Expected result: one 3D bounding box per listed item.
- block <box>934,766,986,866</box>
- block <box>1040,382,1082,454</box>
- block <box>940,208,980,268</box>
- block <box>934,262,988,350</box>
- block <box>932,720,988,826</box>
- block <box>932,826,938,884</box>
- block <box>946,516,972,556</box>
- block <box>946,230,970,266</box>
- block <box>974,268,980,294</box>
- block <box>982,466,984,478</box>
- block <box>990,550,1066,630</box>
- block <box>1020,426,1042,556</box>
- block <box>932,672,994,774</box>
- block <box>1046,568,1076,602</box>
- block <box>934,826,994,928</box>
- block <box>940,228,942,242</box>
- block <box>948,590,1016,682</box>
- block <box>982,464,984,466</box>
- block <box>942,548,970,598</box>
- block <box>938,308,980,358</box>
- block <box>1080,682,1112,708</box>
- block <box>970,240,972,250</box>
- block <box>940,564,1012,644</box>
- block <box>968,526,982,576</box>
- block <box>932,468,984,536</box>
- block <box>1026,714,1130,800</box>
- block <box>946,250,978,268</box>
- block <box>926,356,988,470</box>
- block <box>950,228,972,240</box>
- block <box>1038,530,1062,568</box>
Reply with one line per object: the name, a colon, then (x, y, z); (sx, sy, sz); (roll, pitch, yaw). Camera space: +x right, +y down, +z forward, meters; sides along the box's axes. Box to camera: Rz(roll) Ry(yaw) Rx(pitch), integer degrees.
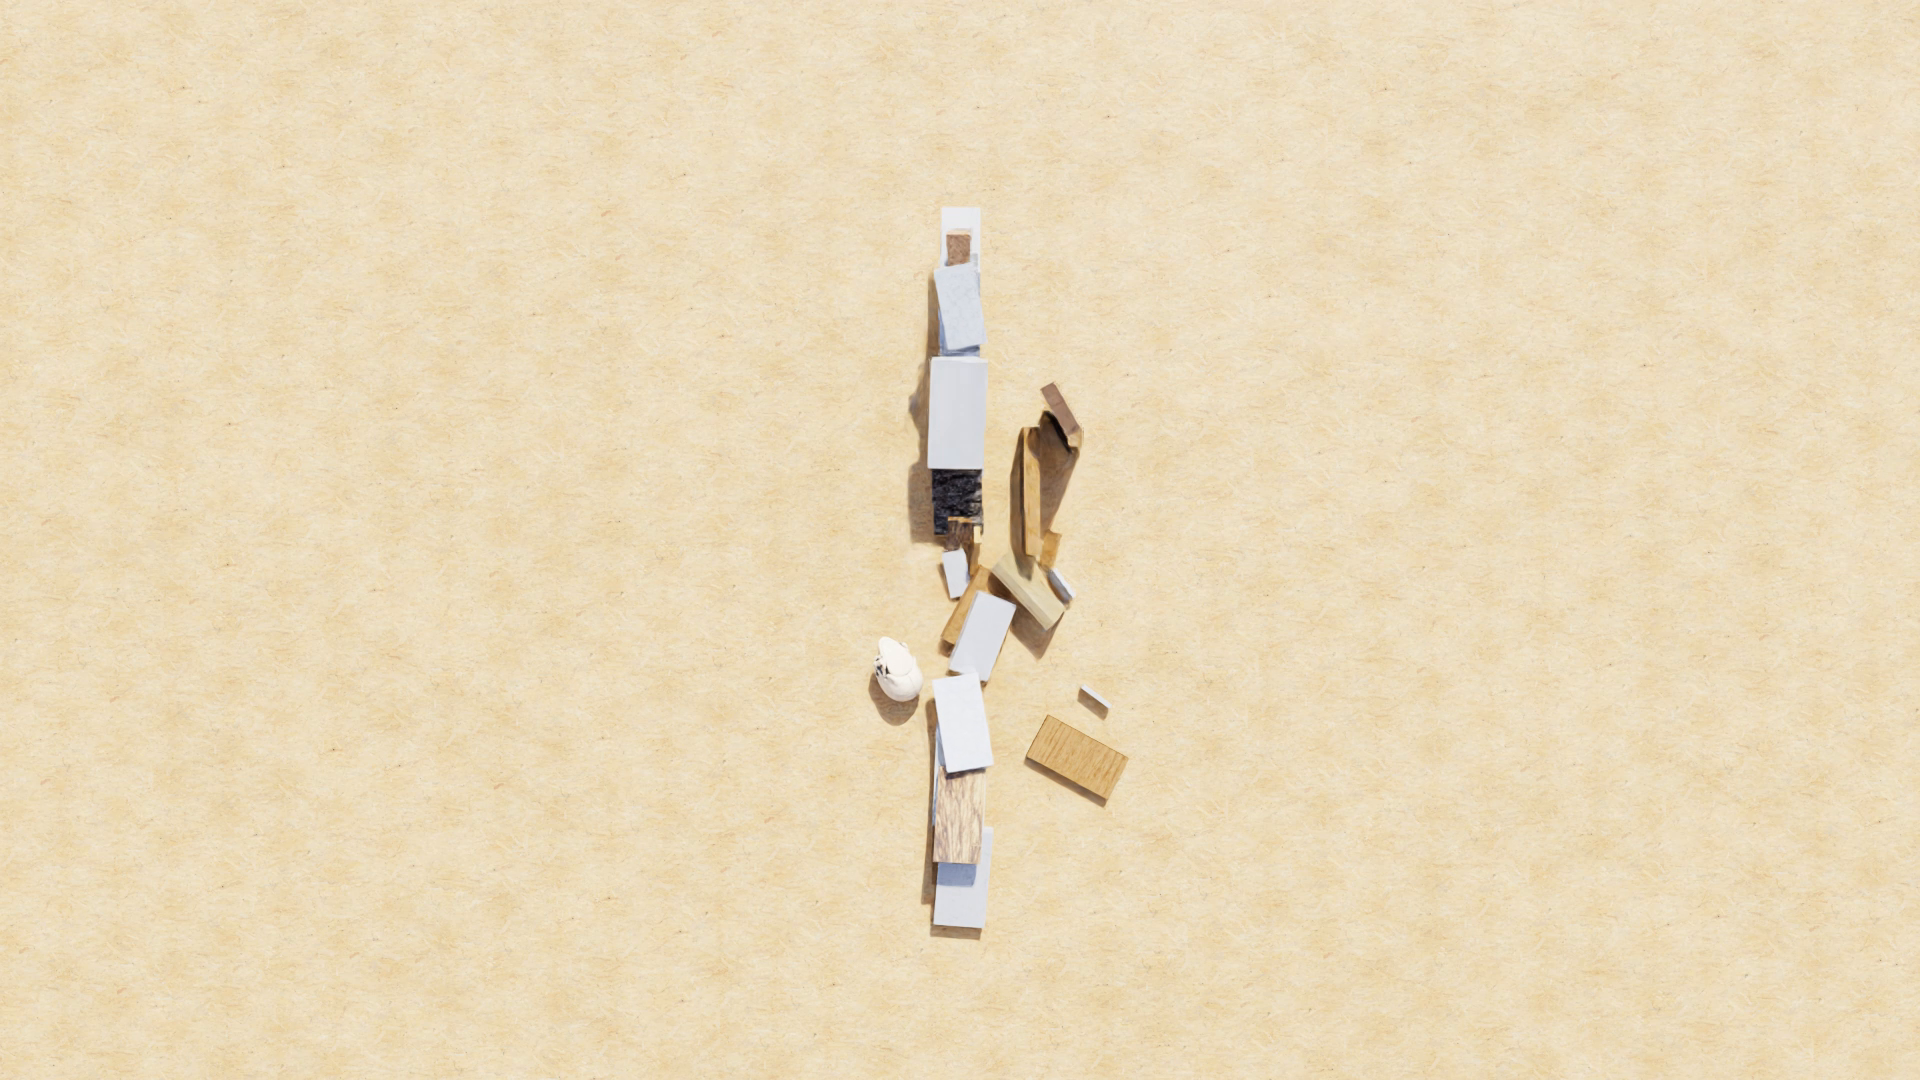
block: (-0.001, 0.893, 5.346); (0.152, 0.043, 0.304); (4, 76, 0)
block: (0.328, -0.390, 5.314); (0.050, 0.352, 0.176); (-30, 83, 1)
block: (0.002, -0.941, 5.302); (0.126, 0.036, 0.251); (0, 87, 0)
block: (0.002, -0.726, 5.121); (0.125, 0.035, 0.250); (-10, 111, 3)
block: (0.001, 0.770, 5.428); (0.169, 0.048, 0.338); (2, 90, 0)
block: (-0.005, 0.972, 5.476); (0.169, 0.048, 0.338); (1, 90, 0)
block: (-0.004, -0.010, 5.442); (0.076, 0.022, 0.152); (5, 131, 0)
block: (-0.005, -0.894, 5.127); (0.071, 0.020, 0.142); (-2, 132, 2)
block: (0.002, -0.649, 5.269); (0.125, 0.035, 0.467); (0, 124, 0)
block: (-0.002, -0.361, 5.399); (0.164, 0.046, 0.328); (0, 119, 0)
block: (0.225, 0.162, 5.430); (0.273, 0.136, 0.039); (47, 117, 0)
block: (0.230, -0.158, 5.411); (0.050, 0.176, 0.415); (-1, 90, -2)
block: (0.009, 0.596, 5.372); (0.152, 0.043, 0.304); (-9, 78, -3)
block: (0.335, 0.149, 5.471); (0.016, 0.057, 0.113); (-37, 90, -26)
block: (0.011, 1.103, 5.418); (0.169, 0.048, 0.338); (5, 103, -1)
block: (0.000, -0.900, 5.412); (0.126, 0.036, 0.251); (0, 126, 0)
block: (0.072, 0.316, 5.433); (0.136, 0.039, 0.273); (20, 96, -14)
block: (-0.003, -0.403, 5.295); (0.164, 0.046, 0.328); (2, 103, 0)
block: (-0.009, 0.111, 5.470); (0.076, 0.022, 0.152); (-11, 105, 0)
block: (-0.001, -0.605, 5.204); (0.125, 0.035, 0.250); (-1, 104, 1)
block: (0.451, 0.516, 5.472); (0.113, 0.057, 0.016); (36, 90, 0)
block: (0.002, -0.885, 5.222); (0.071, 0.142, 0.020); (1, 45, 0)
block: (0.061, 0.232, 5.465); (0.136, 0.039, 0.273); (29, 90, -14)
block: (0.048, 0.036, 5.409); (0.022, 0.076, 0.152); (3, 135, -6)
block: (-0.009, -0.179, 5.420); (0.164, 0.046, 0.328); (-2, 111, 0)
block: (0.390, 0.719, 5.478); (0.304, 0.043, 0.152); (28, 90, 0)
block: (0.005, -0.818, 5.213); (0.097, 0.027, 0.194); (2, 116, 0)
block: (-0.009, -0.398, 5.185); (0.176, 0.050, 0.352); (1, 112, -3)
block: (0.002, -0.944, 5.211); (0.071, 0.142, 0.020); (1, 74, -1)
block: (0.299, 0.029, 5.474); (0.016, 0.057, 0.113); (15, 90, -44)
